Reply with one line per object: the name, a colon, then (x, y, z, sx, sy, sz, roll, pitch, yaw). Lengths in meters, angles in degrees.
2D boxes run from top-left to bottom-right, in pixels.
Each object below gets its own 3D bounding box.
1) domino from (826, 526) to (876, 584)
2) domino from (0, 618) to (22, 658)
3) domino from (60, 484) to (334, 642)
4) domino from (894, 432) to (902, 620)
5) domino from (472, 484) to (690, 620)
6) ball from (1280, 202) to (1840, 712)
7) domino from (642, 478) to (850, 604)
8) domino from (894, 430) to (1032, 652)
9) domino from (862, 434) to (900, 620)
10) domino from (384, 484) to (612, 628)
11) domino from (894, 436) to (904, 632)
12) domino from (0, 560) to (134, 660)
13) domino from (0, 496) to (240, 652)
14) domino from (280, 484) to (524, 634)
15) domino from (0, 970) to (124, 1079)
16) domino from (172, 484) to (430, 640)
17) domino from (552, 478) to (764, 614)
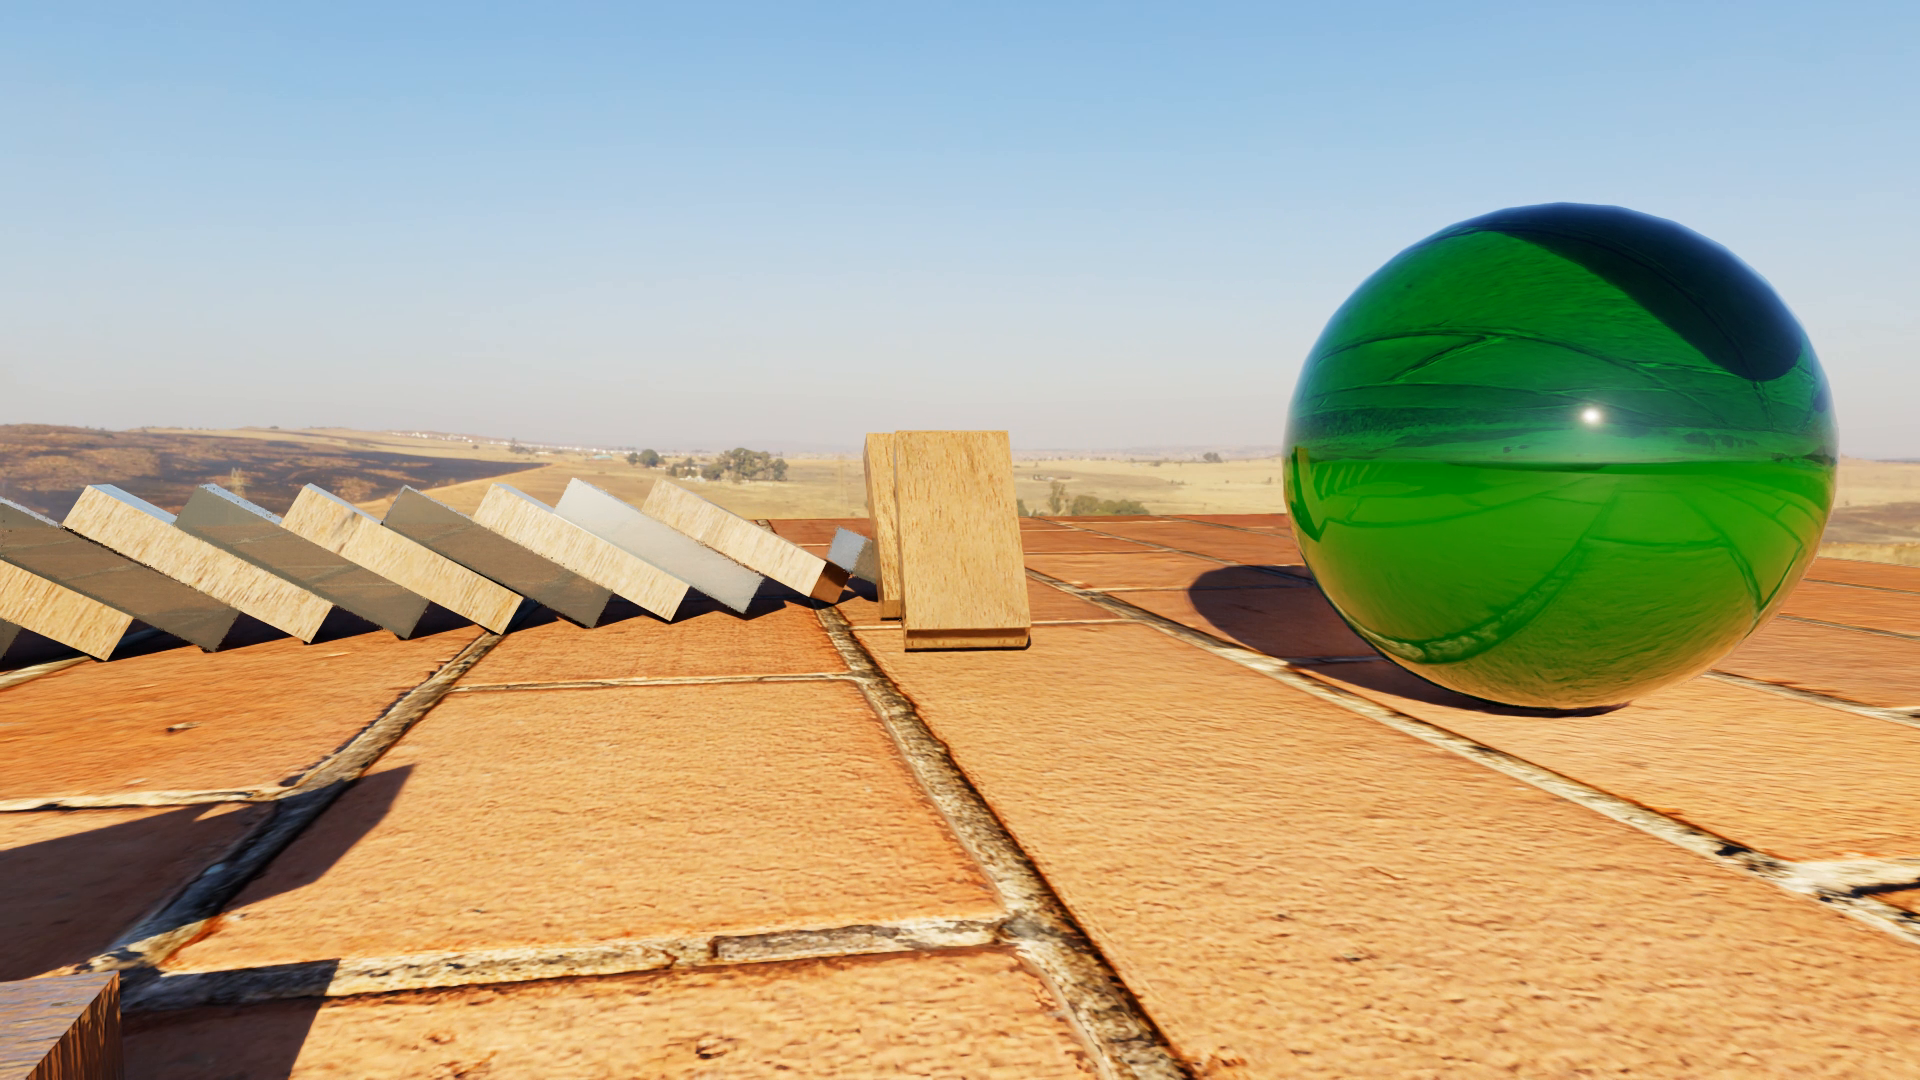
domino: (-0.020, 0.007, 0.349, 0.025, 0.009, 0.050, 23, -1, -14)
domino: (-0.201, 0.008, 0.231, 0.025, 0.009, 0.050, 3, -27, 42)
domino: (-0.160, 0.005, 0.274, 0.050, 0.010, 0.025, 32, -11, -23)
domino: (-0.002, -0.003, 0.310, 0.025, 0.050, 0.010, 0, -33, -7)
domino: (-0.090, 0.003, 0.310, 0.050, 0.009, 0.025, 29, -4, -12)
ball: (0.093, -0.013, 0.205, 0.080, 0.080, 0.080, 0, 4, 0)
domino: (-0.055, 0.001, 0.334, 0.050, 0.009, 0.025, 26, -2, 12)
domino: (0.000, -0.001, 0.274, 0.025, 0.050, 0.010, -1, -33, -7)
domino: (-0.009, -0.004, 0.322, 0.025, 0.050, 0.009, -1, -34, -12)
domino: (-0.107, 0.004, 0.298, 0.050, 0.009, 0.025, 31, -9, -23)
domino: (-0.001, -0.002, 0.286, 0.025, 0.050, 0.010, -1, -33, -7)
domino: (-0.189, 0.007, 0.246, 0.025, 0.009, 0.050, 4, -26, 49)
domino: (-0.175, 0.006, 0.260, 0.050, 0.009, 0.025, 35, -17, -33)
domino: (-0.125, 0.004, 0.288, 0.050, 0.010, 0.025, 32, -9, -23)
domino: (-0.073, 0.033, 0.062, 0.050, 0.010, 0.025, -1, 4, -17)
domino: (-0.142, 0.004, 0.281, 0.050, 0.010, 0.025, 32, -10, -23)
domino: (-0.073, 0.002, 0.315, 0.050, 0.009, 0.025, 29, -4, -6)
